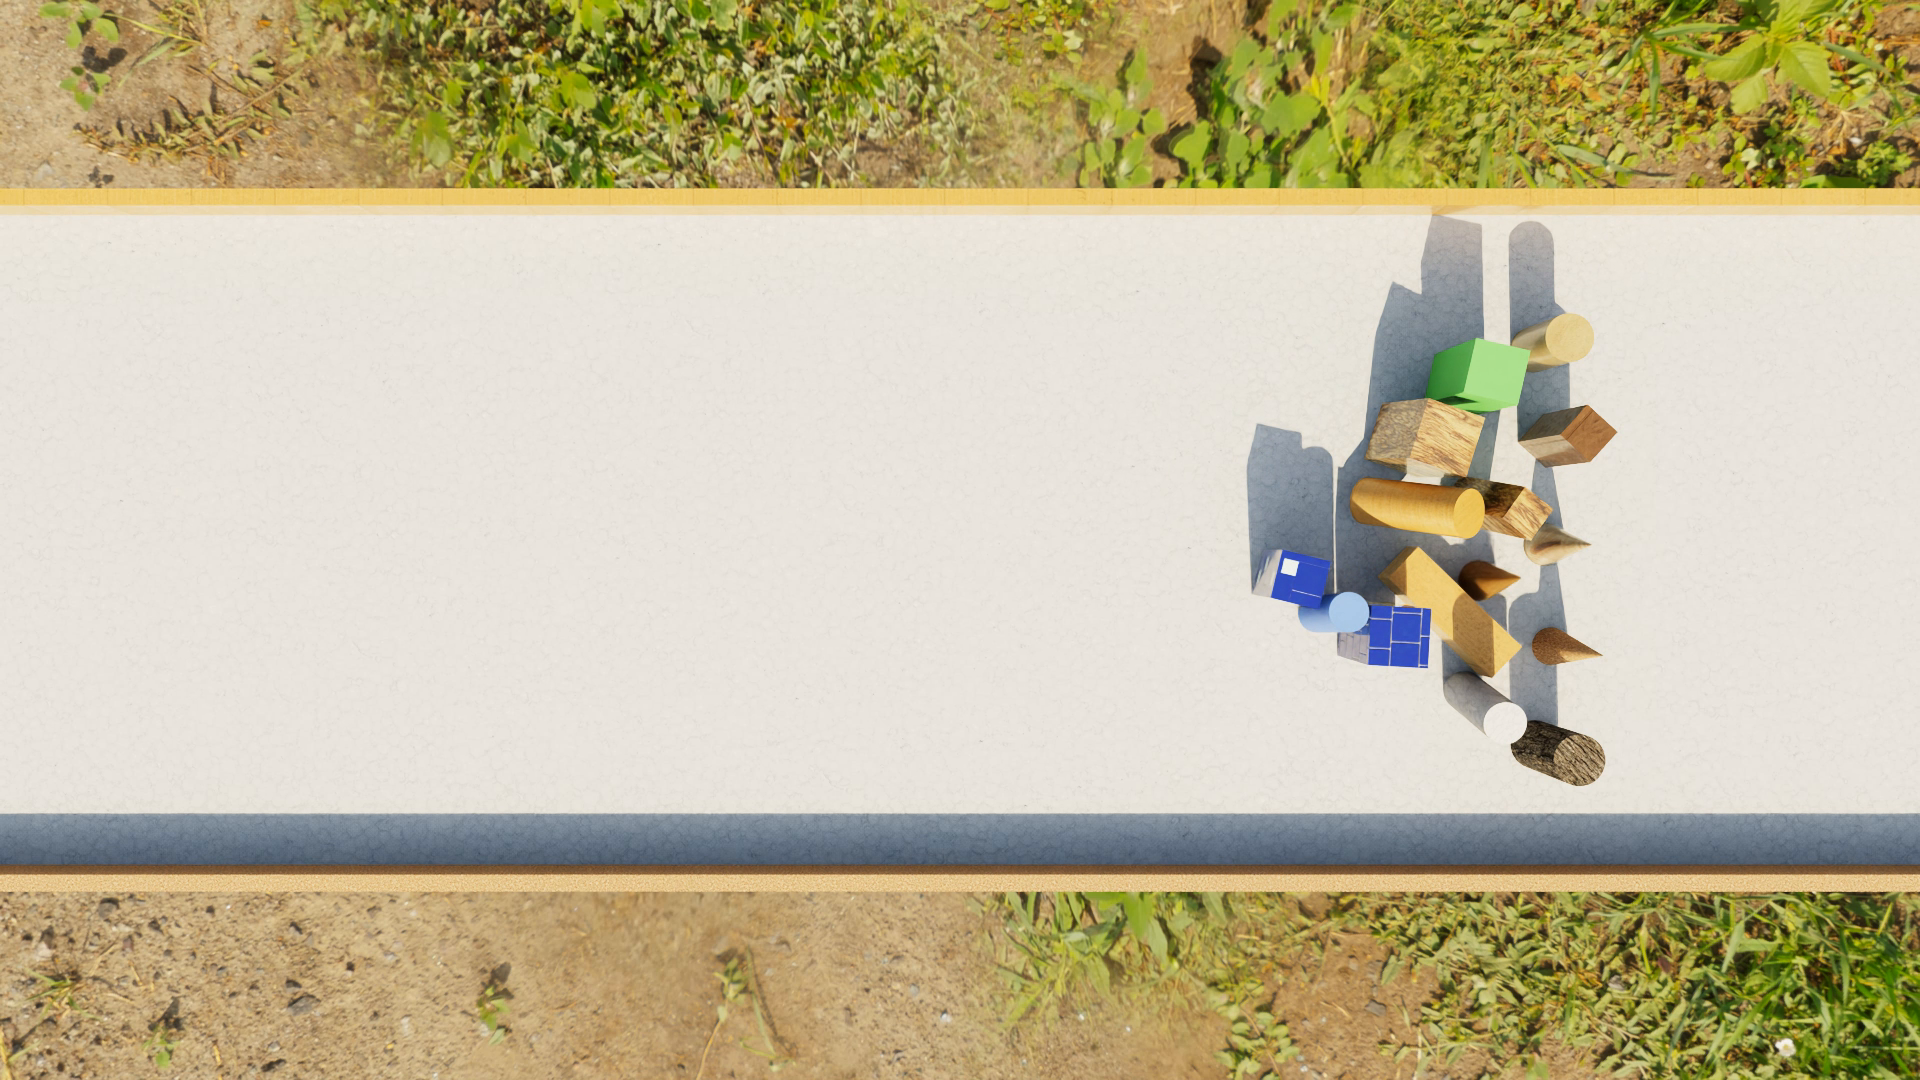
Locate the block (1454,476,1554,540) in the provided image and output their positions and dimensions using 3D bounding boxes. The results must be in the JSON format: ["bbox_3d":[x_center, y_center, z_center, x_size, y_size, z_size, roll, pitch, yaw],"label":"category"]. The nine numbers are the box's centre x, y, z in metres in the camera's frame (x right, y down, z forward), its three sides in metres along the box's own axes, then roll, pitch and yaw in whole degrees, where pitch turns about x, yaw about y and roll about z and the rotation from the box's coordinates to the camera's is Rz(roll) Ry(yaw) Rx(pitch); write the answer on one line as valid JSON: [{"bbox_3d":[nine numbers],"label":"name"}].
[{"bbox_3d":[1.579,-0.098,4.872,0.110,0.394,0.110,36,90,-12],"label":"block"}]

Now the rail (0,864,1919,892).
[{"bbox_3d":[-2.247,1.025,5.001,12.000,0.150,0.050,0,90,0],"label":"rail"}]

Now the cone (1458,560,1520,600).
[{"bbox_3d":[1.598,0.117,4.884,0.124,0.378,0.124,0,87,-1],"label":"cone"}]

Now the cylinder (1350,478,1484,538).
[{"bbox_3d":[1.349,-0.098,4.882,0.144,0.378,0.144,-6,100,-36],"label":"cylinder"}]

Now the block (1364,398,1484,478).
[{"bbox_3d":[1.373,-0.299,4.892,0.179,0.347,0.179,18,90,-8],"label":"block"}]

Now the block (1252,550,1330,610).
[{"bbox_3d":[0.978,0.115,4.893,0.142,0.363,0.142,14,90,2],"label":"block"}]

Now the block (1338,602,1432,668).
[{"bbox_3d":[1.251,0.275,4.884,0.171,0.385,0.171,3,90,0],"label":"block"}]

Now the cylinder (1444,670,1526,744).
[{"bbox_3d":[1.545,0.490,4.867,0.122,0.407,0.122,0,98,1],"label":"cylinder"}]

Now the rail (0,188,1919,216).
[{"bbox_3d":[-2.247,-1.025,5.002,12.000,0.150,0.050,0,90,0],"label":"rail"}]

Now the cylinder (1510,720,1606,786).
[{"bbox_3d":[1.769,0.629,4.892,0.149,0.369,0.149,0,90,0],"label":"cylinder"}]

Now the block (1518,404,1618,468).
[{"bbox_3d":[1.798,-0.305,4.895,0.117,0.363,0.117,42,90,0],"label":"block"}]

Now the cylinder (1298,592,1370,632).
[{"bbox_3d":[1.099,0.216,4.868,0.114,0.410,0.114,0,87,0],"label":"cylinder"}]

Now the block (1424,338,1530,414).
[{"bbox_3d":[1.521,-0.477,4.873,0.158,0.407,0.158,13,90,0],"label":"block"}]

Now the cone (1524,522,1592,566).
[{"bbox_3d":[1.800,0.014,4.885,0.133,0.383,0.133,0,90,0],"label":"cone"}]

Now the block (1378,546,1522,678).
[{"bbox_3d":[1.485,0.217,5.011,0.432,0.130,0.130,44,90,0],"label":"block"}]

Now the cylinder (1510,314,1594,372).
[{"bbox_3d":[1.764,-0.586,4.923,0.141,0.306,0.141,0,90,0],"label":"cylinder"}]

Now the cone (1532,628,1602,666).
[{"bbox_3d":[1.819,0.327,4.866,0.116,0.420,0.116,0,90,0],"label":"cone"}]
